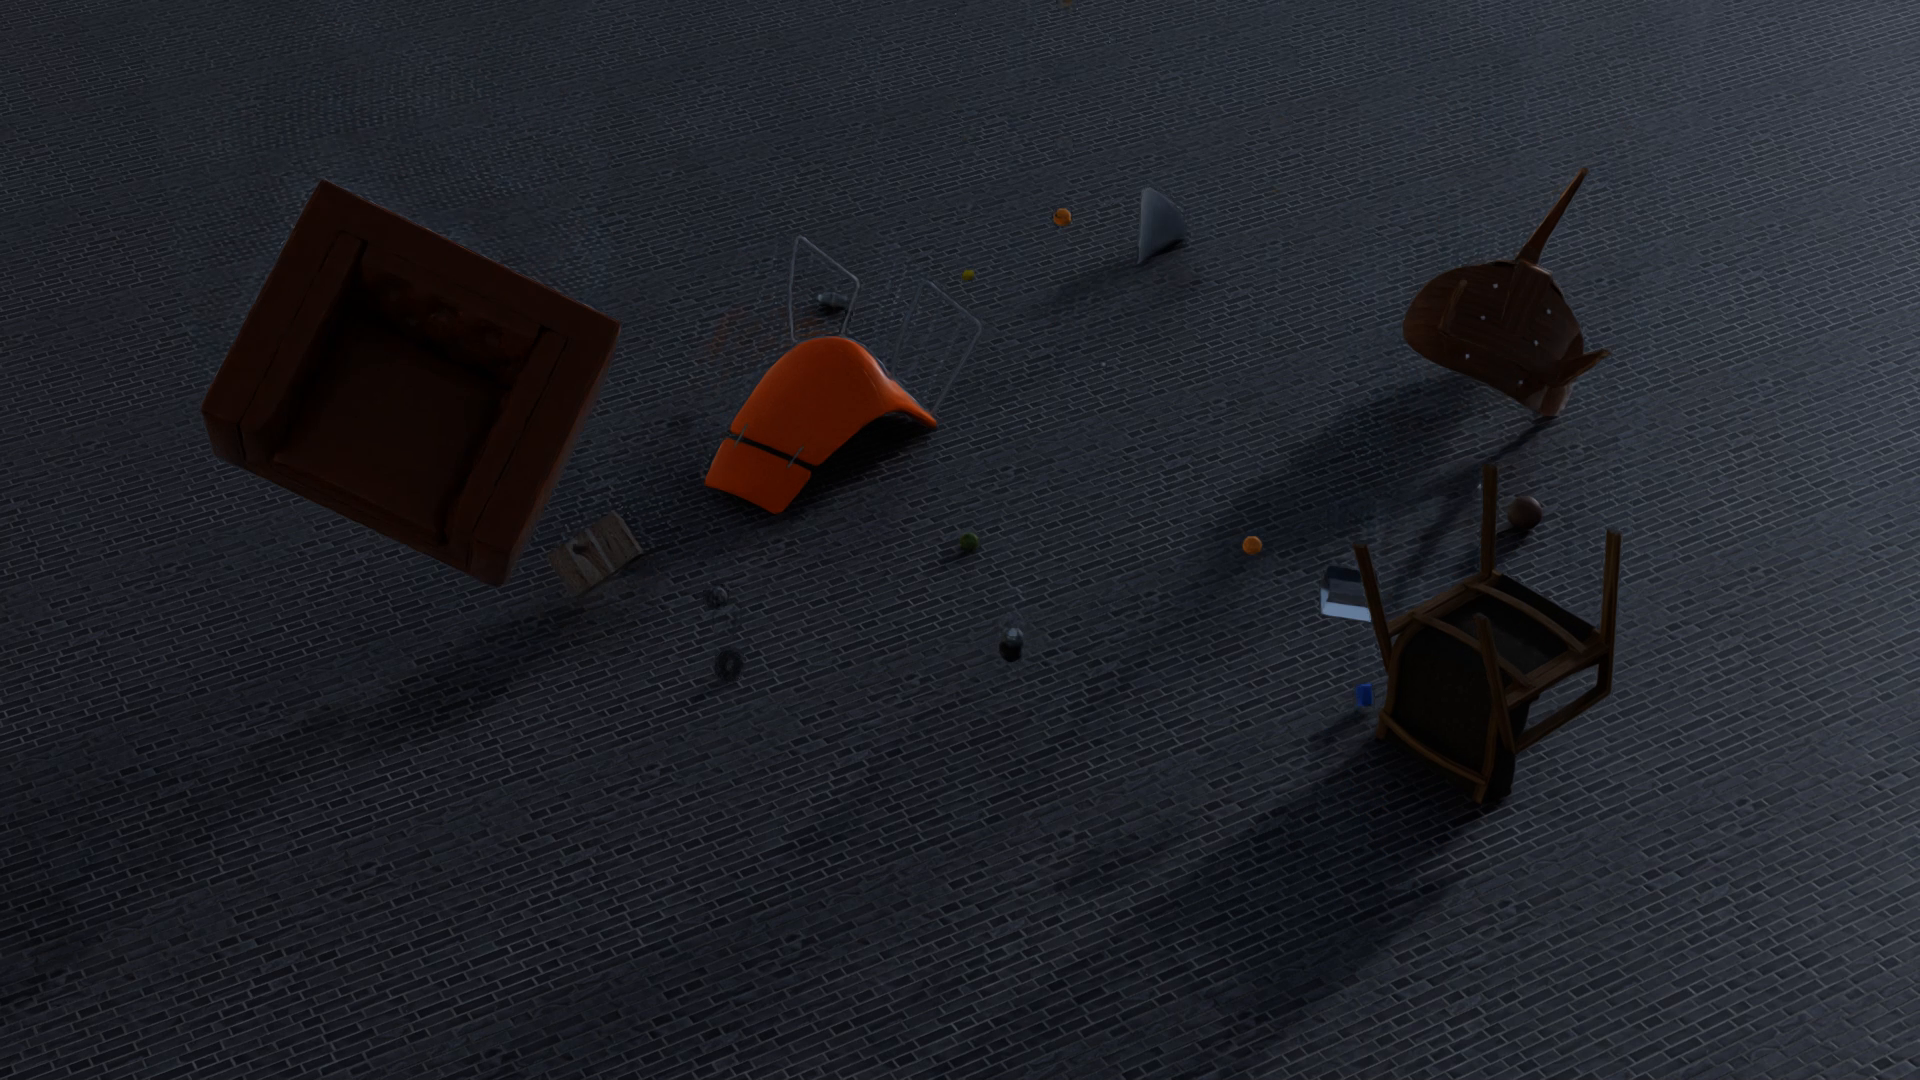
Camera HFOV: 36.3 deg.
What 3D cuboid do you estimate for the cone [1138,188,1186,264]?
[{"bbox_3d":[0.835,-1.314,12.794,0.164,0.321,0.299,3,53,41],"label":"cone"}]

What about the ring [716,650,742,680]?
[{"bbox_3d":[-0.803,0.434,10.192,0.038,0.110,0.113,11,59,47],"label":"ring"}]

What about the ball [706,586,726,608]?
[{"bbox_3d":[-0.752,0.175,9.042,0.067,0.067,0.067,0,33,0],"label":"ball"}]

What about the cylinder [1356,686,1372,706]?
[{"bbox_3d":[1.384,0.534,10.040,0.056,0.069,0.053,-4,3,-3],"label":"cylinder"}]

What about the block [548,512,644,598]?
[{"bbox_3d":[-1.302,0.053,10.506,0.277,0.179,0.252,-34,0,-2],"label":"block"}]

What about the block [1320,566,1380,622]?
[{"bbox_3d":[1.326,0.183,9.978,0.172,0.112,0.125,8,45,-5],"label":"block"}]
